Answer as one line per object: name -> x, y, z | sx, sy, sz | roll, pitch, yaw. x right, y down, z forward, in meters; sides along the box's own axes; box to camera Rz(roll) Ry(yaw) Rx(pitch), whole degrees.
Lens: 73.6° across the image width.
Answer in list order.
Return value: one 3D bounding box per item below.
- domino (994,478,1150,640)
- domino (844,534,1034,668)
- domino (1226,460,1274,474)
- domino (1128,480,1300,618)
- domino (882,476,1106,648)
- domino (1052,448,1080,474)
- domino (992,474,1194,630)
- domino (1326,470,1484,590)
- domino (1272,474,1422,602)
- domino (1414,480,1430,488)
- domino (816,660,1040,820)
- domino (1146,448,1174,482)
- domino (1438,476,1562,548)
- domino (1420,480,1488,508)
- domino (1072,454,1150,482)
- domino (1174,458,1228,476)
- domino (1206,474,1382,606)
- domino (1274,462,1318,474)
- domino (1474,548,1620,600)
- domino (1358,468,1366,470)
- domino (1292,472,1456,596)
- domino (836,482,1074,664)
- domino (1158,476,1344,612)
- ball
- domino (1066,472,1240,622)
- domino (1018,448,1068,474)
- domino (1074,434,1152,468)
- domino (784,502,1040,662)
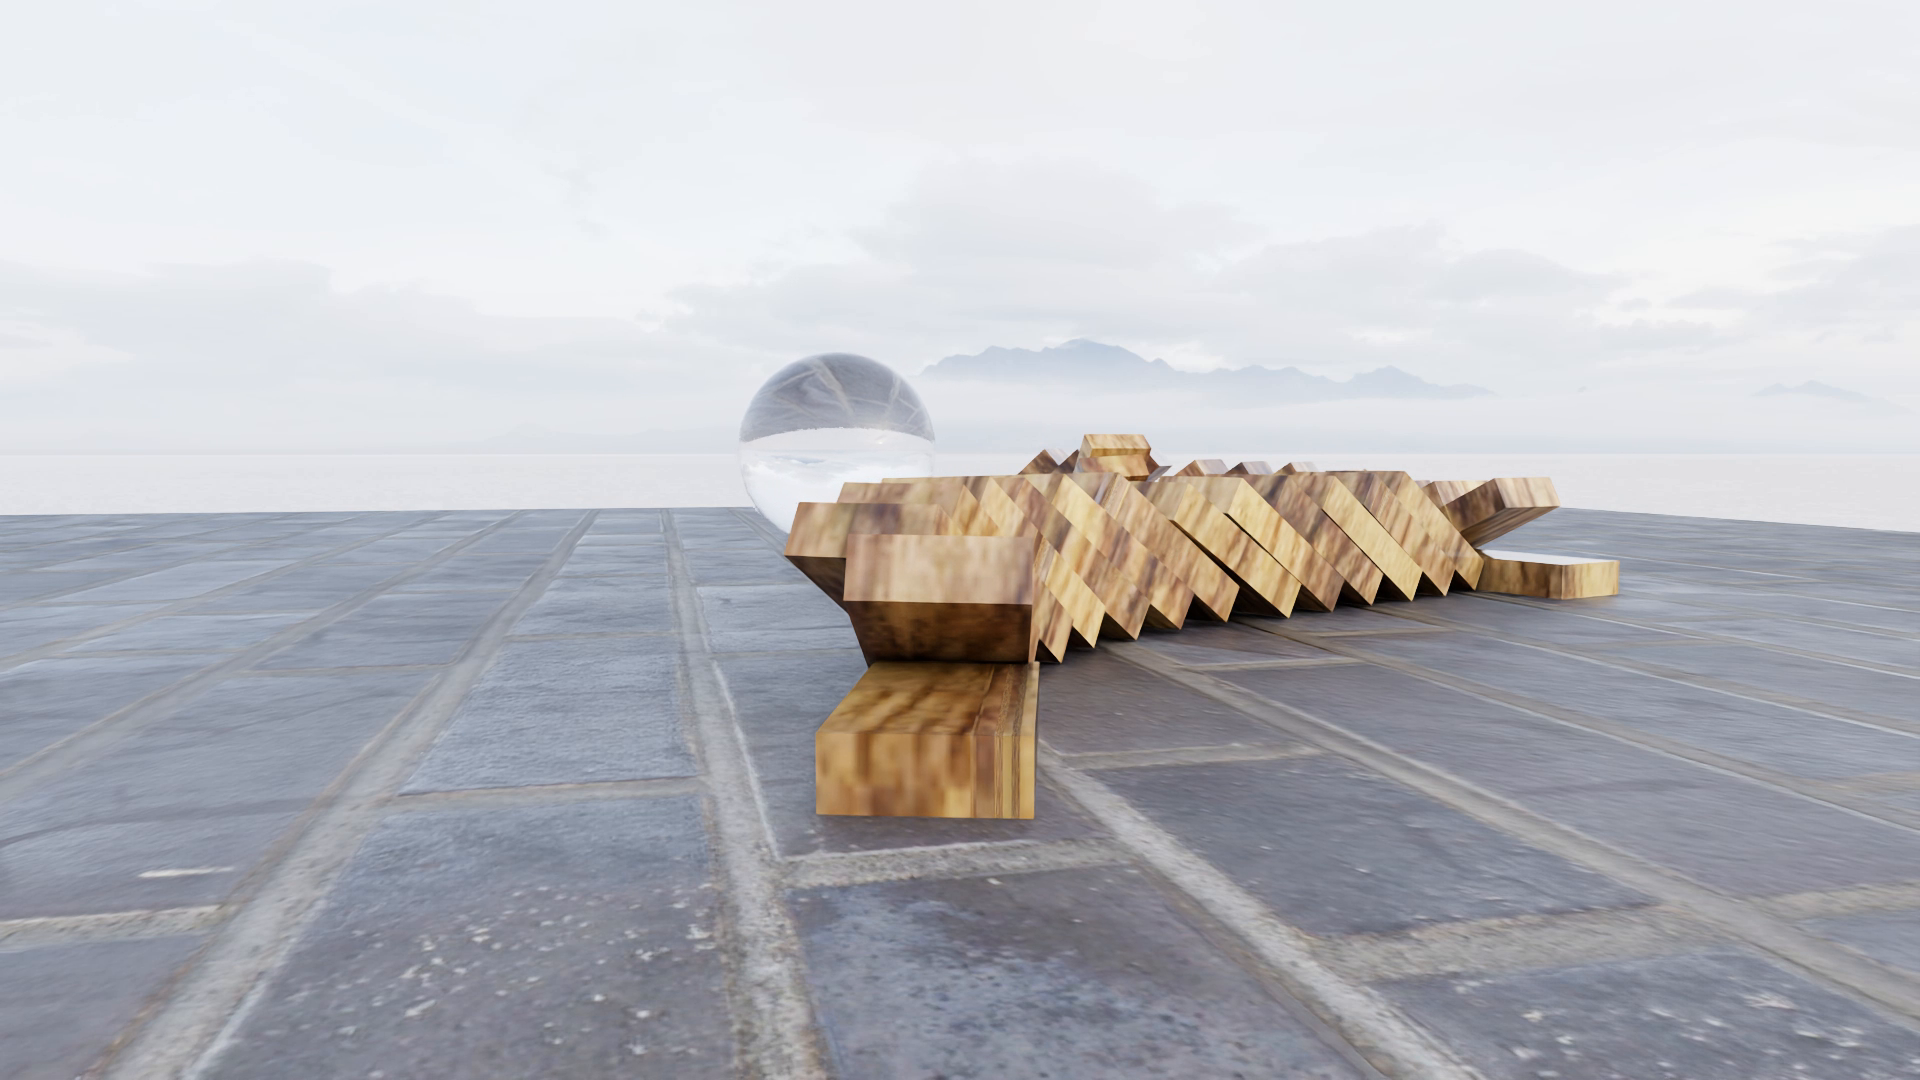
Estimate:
domino -> 0.016, 0.004, 0.271 | 0.025, 0.010, 0.050 | 3, -28, 44
domino -> -0.002, 0.013, 0.194 | 0.025, 0.010, 0.050 | 1, -21, 2
domino -> 0.092, -0.011, 0.478 | 0.050, 0.010, 0.025 | -38, -17, 30
domino -> 0.058, 0.002, 0.309 | 0.050, 0.010, 0.025 | 36, -19, -36
domino -> 0.006, 0.005, 0.254 | 0.025, 0.010, 0.050 | 1, -30, 36
domino -> 0.039, -0.019, 0.550 | 0.050, 0.010, 0.025 | -43, -12, 19
domino -> 0.027, 0.003, 0.284 | 0.025, 0.010, 0.050 | 2, -29, 49
domino -> 0.126, -0.003, 0.367 | 0.050, 0.010, 0.025 | 37, -20, -34
domino -> 0.100, 0.000, 0.343 | 0.050, 0.010, 0.025 | 37, -20, -36
domino -> 0.136, -0.006, 0.443 | 0.025, 0.009, 0.050 | -4, -20, -44
domino -> -0.002, 0.025, 0.171 | 0.025, 0.010, 0.050 | 0, 4, 4
domino -> 0.065, -0.018, 0.539 | 0.050, 0.010, 0.025 | -43, -12, 19
domino -> 0.156, -0.004, 0.397 | 0.025, 0.009, 0.050 | -2, -22, -30
domino -> 0.146, -0.004, 0.419 | 0.025, 0.009, 0.050 | -2, -22, -31
domino -> 0.052, -0.014, 0.493 | 0.025, 0.010, 0.050 | -5, -31, -16
domino -> 0.077, -0.012, 0.486 | 0.050, 0.010, 0.025 | -39, -18, 30
domino -> 0.085, 0.000, 0.332 | 0.050, 0.010, 0.025 | 37, -20, -36
domino -> 0.107, -0.011, 0.470 | 0.050, 0.009, 0.025 | -37, -16, 29
domino -> 0.163, 0.009, 0.379 | 0.025, 0.010, 0.050 | -2, 5, -29
domino -> 0.123, -0.009, 0.461 | 0.050, 0.009, 0.025 | -33, -14, 30
domino -> 0.114, -0.002, 0.355 | 0.025, 0.010, 0.050 | 5, -26, 50
domino -> 0.000, 0.007, 0.239 | 0.025, 0.009, 0.050 | 3, -29, 32
domino -> 0.072, 0.001, 0.321 | 0.050, 0.010, 0.025 | 37, -20, -36
ball -> -0.050, -0.037, 0.521 | 0.080, 0.080, 0.080 | 0, 4, 0
domino -> 0.040, 0.002, 0.296 | 0.025, 0.009, 0.050 | 2, -30, 49
domino -> 0.026, -0.019, 0.555 | 0.050, 0.010, 0.025 | -43, -12, 19
domino -> 0.057, -0.019, 0.513 | 0.025, 0.050, 0.010 | -1, 40, -18
domino -> -0.006, 0.009, 0.220 | 0.025, 0.009, 0.050 | 2, -25, 24
